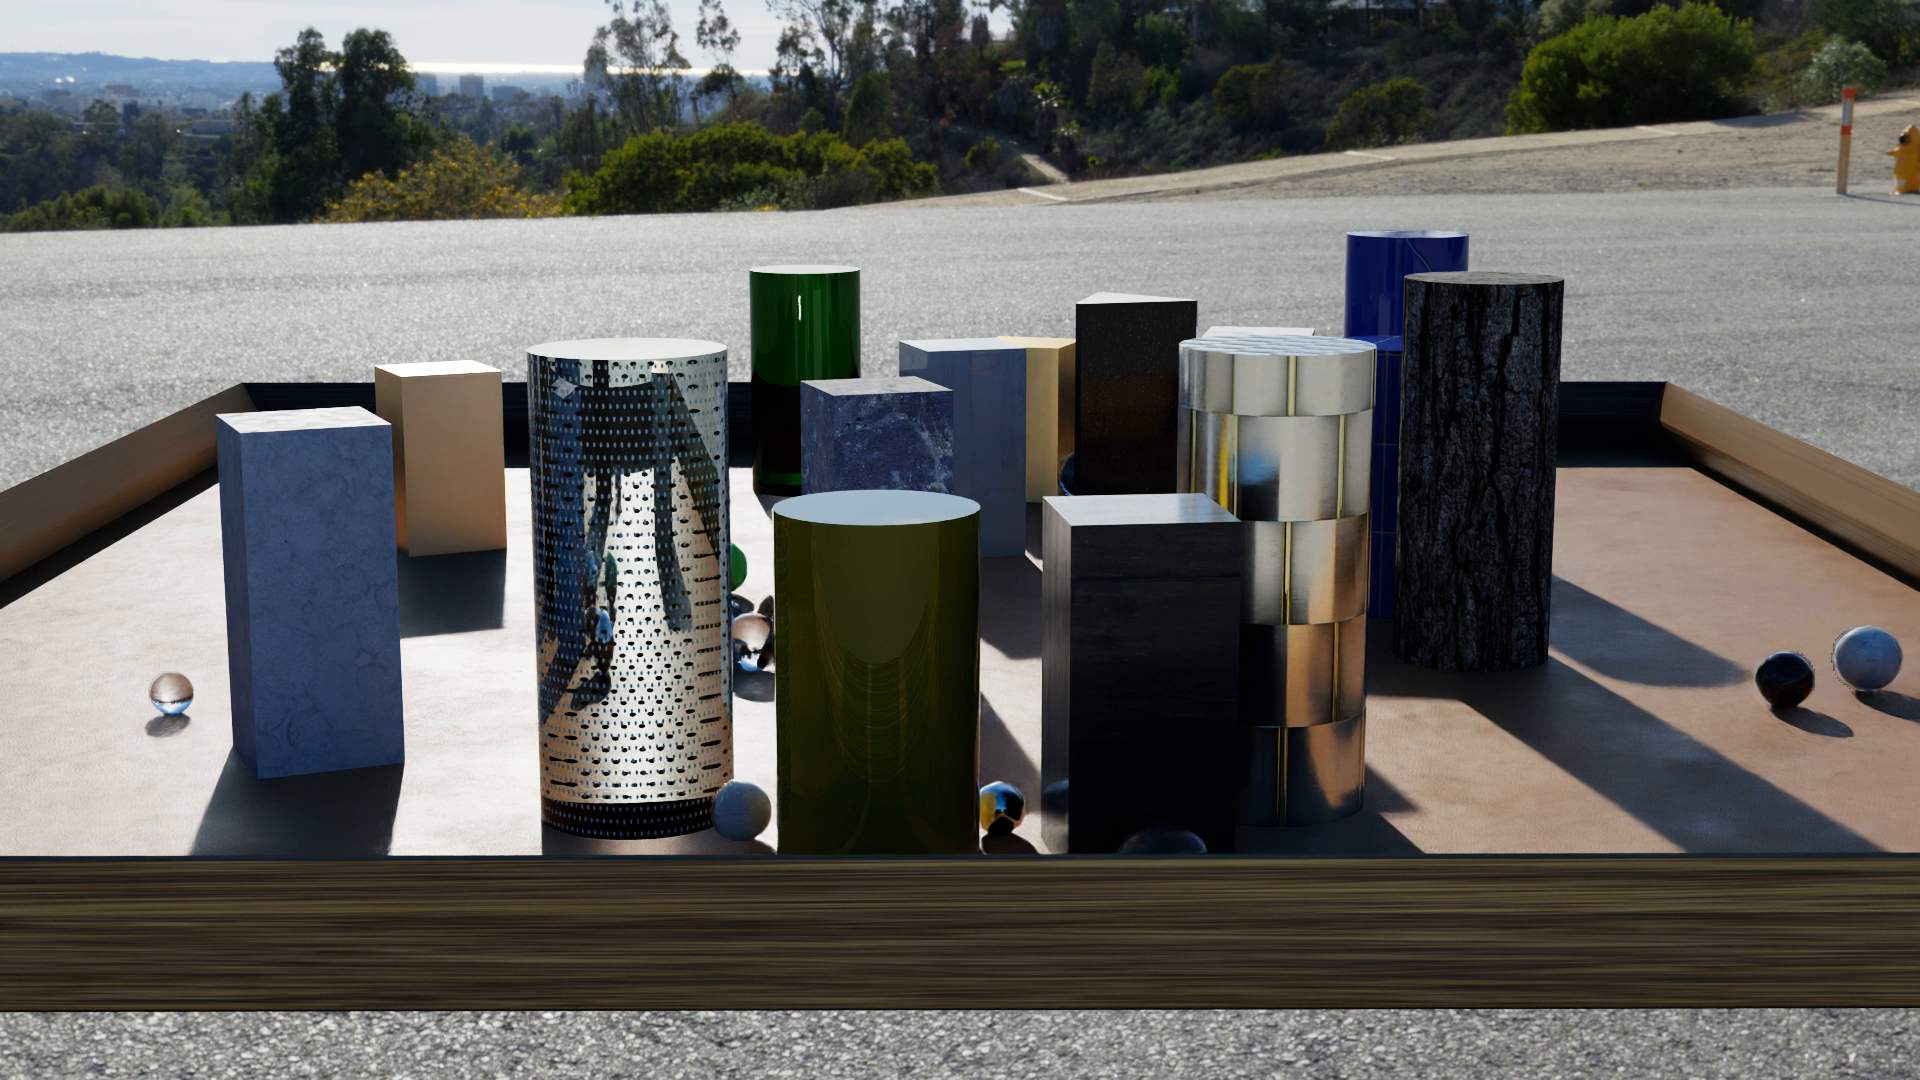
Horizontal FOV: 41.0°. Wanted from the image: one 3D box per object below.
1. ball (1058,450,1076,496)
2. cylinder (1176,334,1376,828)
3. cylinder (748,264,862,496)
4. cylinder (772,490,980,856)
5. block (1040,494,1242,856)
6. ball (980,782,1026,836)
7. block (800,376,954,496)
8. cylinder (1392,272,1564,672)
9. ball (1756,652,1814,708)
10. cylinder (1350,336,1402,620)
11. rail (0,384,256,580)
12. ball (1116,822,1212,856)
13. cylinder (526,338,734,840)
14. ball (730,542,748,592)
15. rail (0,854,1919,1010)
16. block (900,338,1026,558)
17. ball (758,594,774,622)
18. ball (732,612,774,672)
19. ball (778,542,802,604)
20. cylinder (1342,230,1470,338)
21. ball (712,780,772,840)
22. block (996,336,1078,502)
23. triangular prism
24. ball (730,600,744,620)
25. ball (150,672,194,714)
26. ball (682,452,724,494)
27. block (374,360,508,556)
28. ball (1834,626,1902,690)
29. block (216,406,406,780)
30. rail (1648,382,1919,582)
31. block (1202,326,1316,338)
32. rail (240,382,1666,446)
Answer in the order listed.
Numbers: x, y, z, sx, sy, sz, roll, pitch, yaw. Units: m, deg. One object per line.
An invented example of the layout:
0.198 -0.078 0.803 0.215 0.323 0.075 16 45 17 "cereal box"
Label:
0.211 -0.106 4.279 0.093 0.093 0.093 0 11 0 "ball"
0.308 0.035 2.527 0.190 0.457 0.190 0 11 0 "cylinder"
-0.265 -0.276 4.414 0.190 0.379 0.190 0 11 0 "cylinder"
-0.076 0.130 2.376 0.190 0.326 0.190 0 11 0 "cylinder"
0.162 0.133 2.352 0.152 0.328 0.152 -1 11 -7 "block"
0.037 0.256 2.449 0.051 0.051 0.051 0 11 0 "ball"
-0.105 -0.030 3.223 0.152 0.330 0.152 -4 11 -18 "block"
0.635 -0.088 3.153 0.190 0.469 0.190 0 11 0 "cylinder"
0.943 0.159 2.933 0.064 0.064 0.064 0 11 0 "ball"
0.588 -0.086 3.450 0.190 0.358 0.190 0 11 0 "cylinder"
-1.339 0.033 3.442 0.045 0.124 2.977 0 11 0 "rail"
0.175 0.285 2.198 0.087 0.087 0.087 0 11 0 "ball"
-0.317 0.042 2.486 0.190 0.458 0.190 0 11 0 "cylinder"
-0.331 0.038 3.554 0.075 0.075 0.075 0 11 0 "ball"
0.008 0.300 2.009 2.725 0.124 0.045 0 11 0 "rail"
0.003 -0.140 3.864 0.152 0.311 0.152 -3 11 -17 "block"
-0.237 0.094 3.323 0.049 0.049 0.049 0 11 0 "ball"
-0.252 0.124 3.103 0.071 0.071 0.071 0 11 0 "ball"
-0.202 0.045 3.477 0.089 0.089 0.089 0 11 0 "ball"
0.695 -0.248 4.031 0.190 0.464 0.190 0 11 0 "cylinder"
-0.206 0.257 2.431 0.057 0.057 0.057 0 11 0 "ball"
0.115 -0.207 4.361 0.152 0.260 0.152 4 11 19 "block"
0.209 -0.111 3.402 0.165 0.423 0.143 -3 11 -16 "triangular prism"
-0.300 0.109 3.164 0.078 0.078 0.078 0 11 0 "ball"
-0.891 0.174 2.901 0.047 0.047 0.047 0 11 0 "ball"
-0.440 -0.116 4.391 0.071 0.071 0.071 0 11 0 "ball"
-0.790 -0.127 3.903 0.152 0.271 0.152 -5 12 -27 "block"
1.066 0.139 3.011 0.076 0.076 0.076 0 11 0 "ball"
-0.686 0.051 2.707 0.152 0.360 0.152 -5 12 -25 "block"
1.339 0.030 3.457 0.045 0.124 2.977 0 11 0 "rail"
0.430 -0.130 3.721 0.152 0.344 0.152 2 11 10 "block"
-0.008 -0.236 4.889 2.725 0.124 0.045 0 11 0 "rail"
